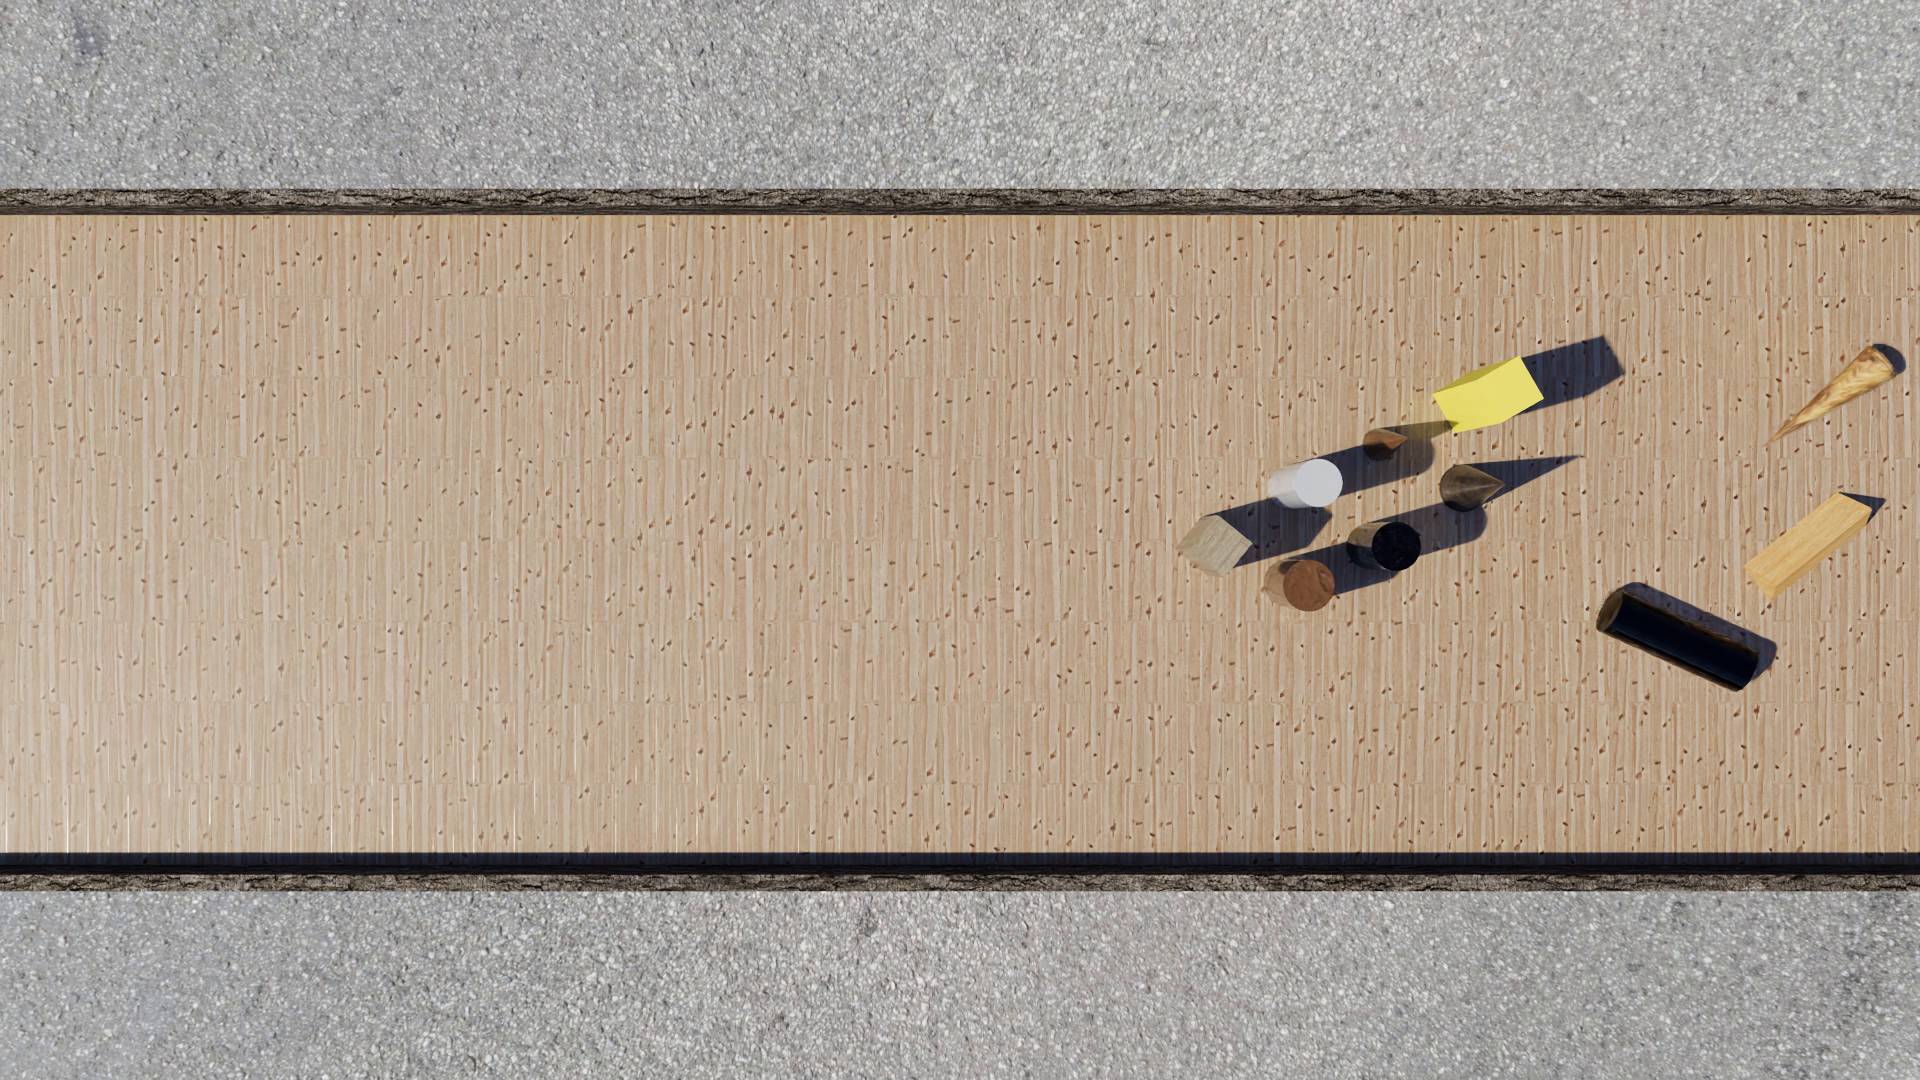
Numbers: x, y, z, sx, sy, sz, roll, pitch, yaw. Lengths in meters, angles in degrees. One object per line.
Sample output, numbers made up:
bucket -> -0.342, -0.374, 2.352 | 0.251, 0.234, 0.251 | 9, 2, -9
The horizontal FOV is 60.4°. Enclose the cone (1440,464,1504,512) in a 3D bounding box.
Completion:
cone -> 1.549, -0.160, 4.877 | 0.147, 0.399, 0.147 | 0, 90, 0

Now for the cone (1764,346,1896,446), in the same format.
cone -> 2.634, -0.413, 5.048 | 0.428, 0.117, 0.117 | -38, 90, 8

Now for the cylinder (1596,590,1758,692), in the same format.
cylinder -> 2.174, 0.305, 5.005 | 0.444, 0.143, 0.143 | 24, 90, 0

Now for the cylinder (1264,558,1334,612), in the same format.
cylinder -> 1.010, 0.132, 4.926 | 0.151, 0.301, 0.151 | 0, 90, 0

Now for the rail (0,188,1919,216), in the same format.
rail -> -2.247, -1.025, 5.002 | 12.000, 0.150, 0.050 | 0, 90, 0

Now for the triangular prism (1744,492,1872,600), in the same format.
triangular prism -> 2.595, 0.020, 5.015 | 0.367, 0.117, 0.135 | -38, 90, 0

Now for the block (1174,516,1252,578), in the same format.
block -> 0.752, 0.019, 4.912 | 0.129, 0.328, 0.129 | 39, 90, 0

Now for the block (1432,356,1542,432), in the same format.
block -> 1.548, -0.424, 4.859 | 0.138, 0.434, 0.138 | -30, 90, 0

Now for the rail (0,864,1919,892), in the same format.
rail -> -2.247, 1.025, 5.001 | 12.000, 0.150, 0.050 | 0, 90, 0

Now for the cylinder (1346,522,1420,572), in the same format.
cylinder -> 1.261, 0.019, 4.922 | 0.143, 0.310, 0.143 | 0, 90, 0

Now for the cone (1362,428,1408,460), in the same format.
cone -> 1.289, -0.294, 4.908 | 0.101, 0.338, 0.101 | 0, 90, 0

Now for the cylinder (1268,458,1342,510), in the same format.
cylinder -> 1.016, -0.162, 4.875 | 0.136, 0.403, 0.136 | 0, 90, 0
